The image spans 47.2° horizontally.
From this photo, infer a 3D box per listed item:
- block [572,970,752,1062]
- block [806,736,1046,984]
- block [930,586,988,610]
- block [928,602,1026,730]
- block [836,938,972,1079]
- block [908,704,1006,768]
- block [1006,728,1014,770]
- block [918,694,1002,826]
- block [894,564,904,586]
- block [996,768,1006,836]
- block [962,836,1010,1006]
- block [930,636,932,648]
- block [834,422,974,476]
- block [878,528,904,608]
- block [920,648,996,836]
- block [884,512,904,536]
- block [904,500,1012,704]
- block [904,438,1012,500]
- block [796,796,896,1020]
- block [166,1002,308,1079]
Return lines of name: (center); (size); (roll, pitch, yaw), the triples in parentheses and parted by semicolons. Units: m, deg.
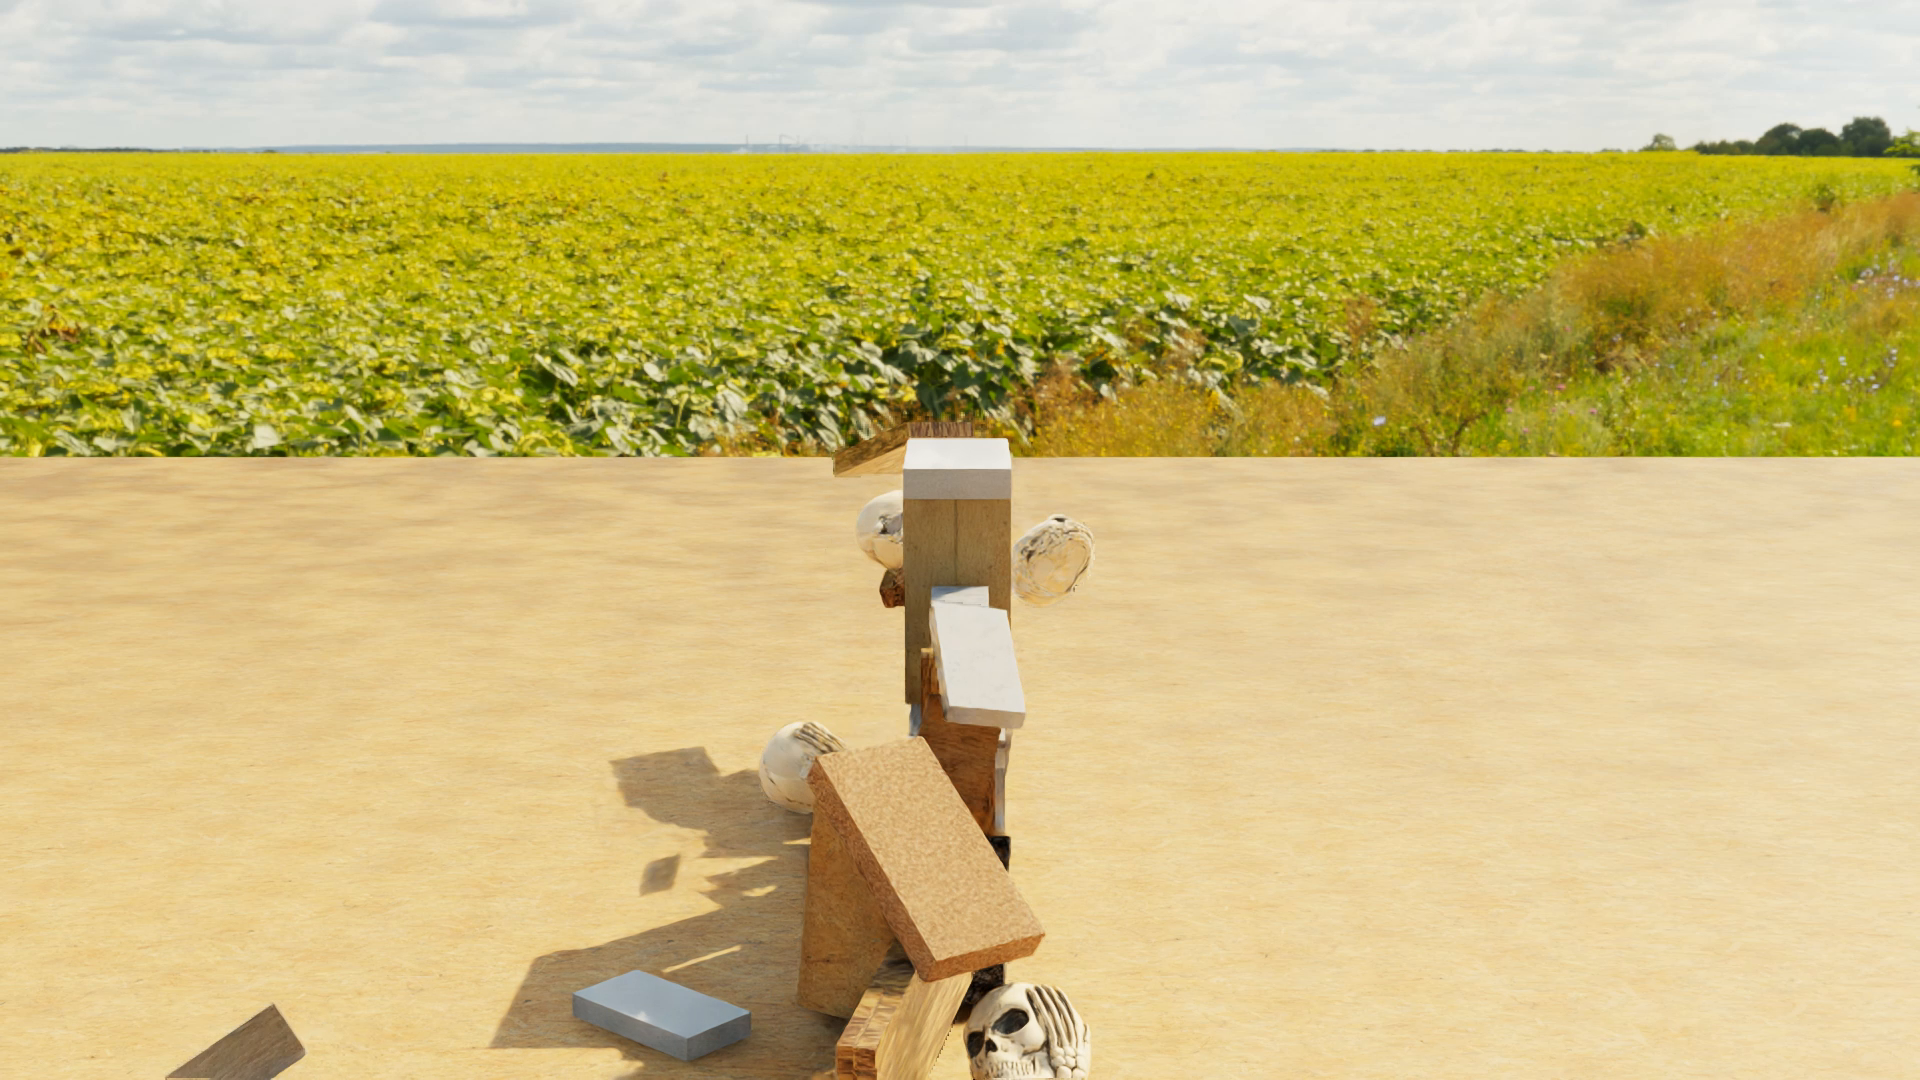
block: (-0.425, 0.674, 3.125); (0.244, 0.035, 0.122); (9, 14, 40)
block: (-0.049, 0.417, 2.912); (0.172, 0.049, 0.345); (-7, 48, -35)
block: (0.000, 0.101, 3.391); (0.089, 0.025, 0.177); (0, 10, 0)
block: (0.023, 0.179, 3.171); (0.112, 0.032, 0.223); (7, 37, -13)
block: (-0.066, 0.613, 2.868); (0.049, 0.172, 0.443); (3, 21, 15)
block: (-0.005, 0.298, 3.486); (0.149, 0.042, 0.299); (0, 10, 0)
block: (0.024, 0.394, 3.986); (0.127, 0.254, 0.036); (8, 11, -1)
block: (-0.016, 0.341, 3.140); (0.112, 0.223, 0.032); (13, 0, -5)
block: (-0.039, 0.084, 4.111); (0.157, 0.078, 0.022); (33, 5, 14)
block: (-0.004, 0.483, 3.425); (0.149, 0.299, 0.042); (0, 10, 0)
block: (0.007, 0.554, 3.210); (0.122, 0.244, 0.035); (1, -12, 7)
block: (-0.001, 0.211, 3.350); (0.089, 0.177, 0.025); (0, 10, 0)
block: (-0.121, -0.192, 4.658); (0.158, 0.045, 0.316); (-2, -10, -32)
block: (-0.054, 0.028, 4.446); (0.158, 0.045, 0.316); (-10, 26, 16)
block: (-0.003, 0.315, 3.300); (0.112, 0.325, 0.032); (0, 23, -1)
block: (-0.076, -0.058, 4.070); (0.078, 0.022, 0.157); (-33, -1, -29)
block: (-0.004, 0.093, 3.542); (0.171, 0.341, 0.048); (0, 10, 0)
block: (-0.004, -0.119, 3.618); (0.171, 0.048, 0.341); (0, 11, 0)
block: (-0.129, 0.511, 3.106); (0.172, 0.345, 0.049); (11, 13, 21)
block: (-0.926, 0.673, 2.818); (0.157, 0.079, 0.022); (-34, -1, -15)
